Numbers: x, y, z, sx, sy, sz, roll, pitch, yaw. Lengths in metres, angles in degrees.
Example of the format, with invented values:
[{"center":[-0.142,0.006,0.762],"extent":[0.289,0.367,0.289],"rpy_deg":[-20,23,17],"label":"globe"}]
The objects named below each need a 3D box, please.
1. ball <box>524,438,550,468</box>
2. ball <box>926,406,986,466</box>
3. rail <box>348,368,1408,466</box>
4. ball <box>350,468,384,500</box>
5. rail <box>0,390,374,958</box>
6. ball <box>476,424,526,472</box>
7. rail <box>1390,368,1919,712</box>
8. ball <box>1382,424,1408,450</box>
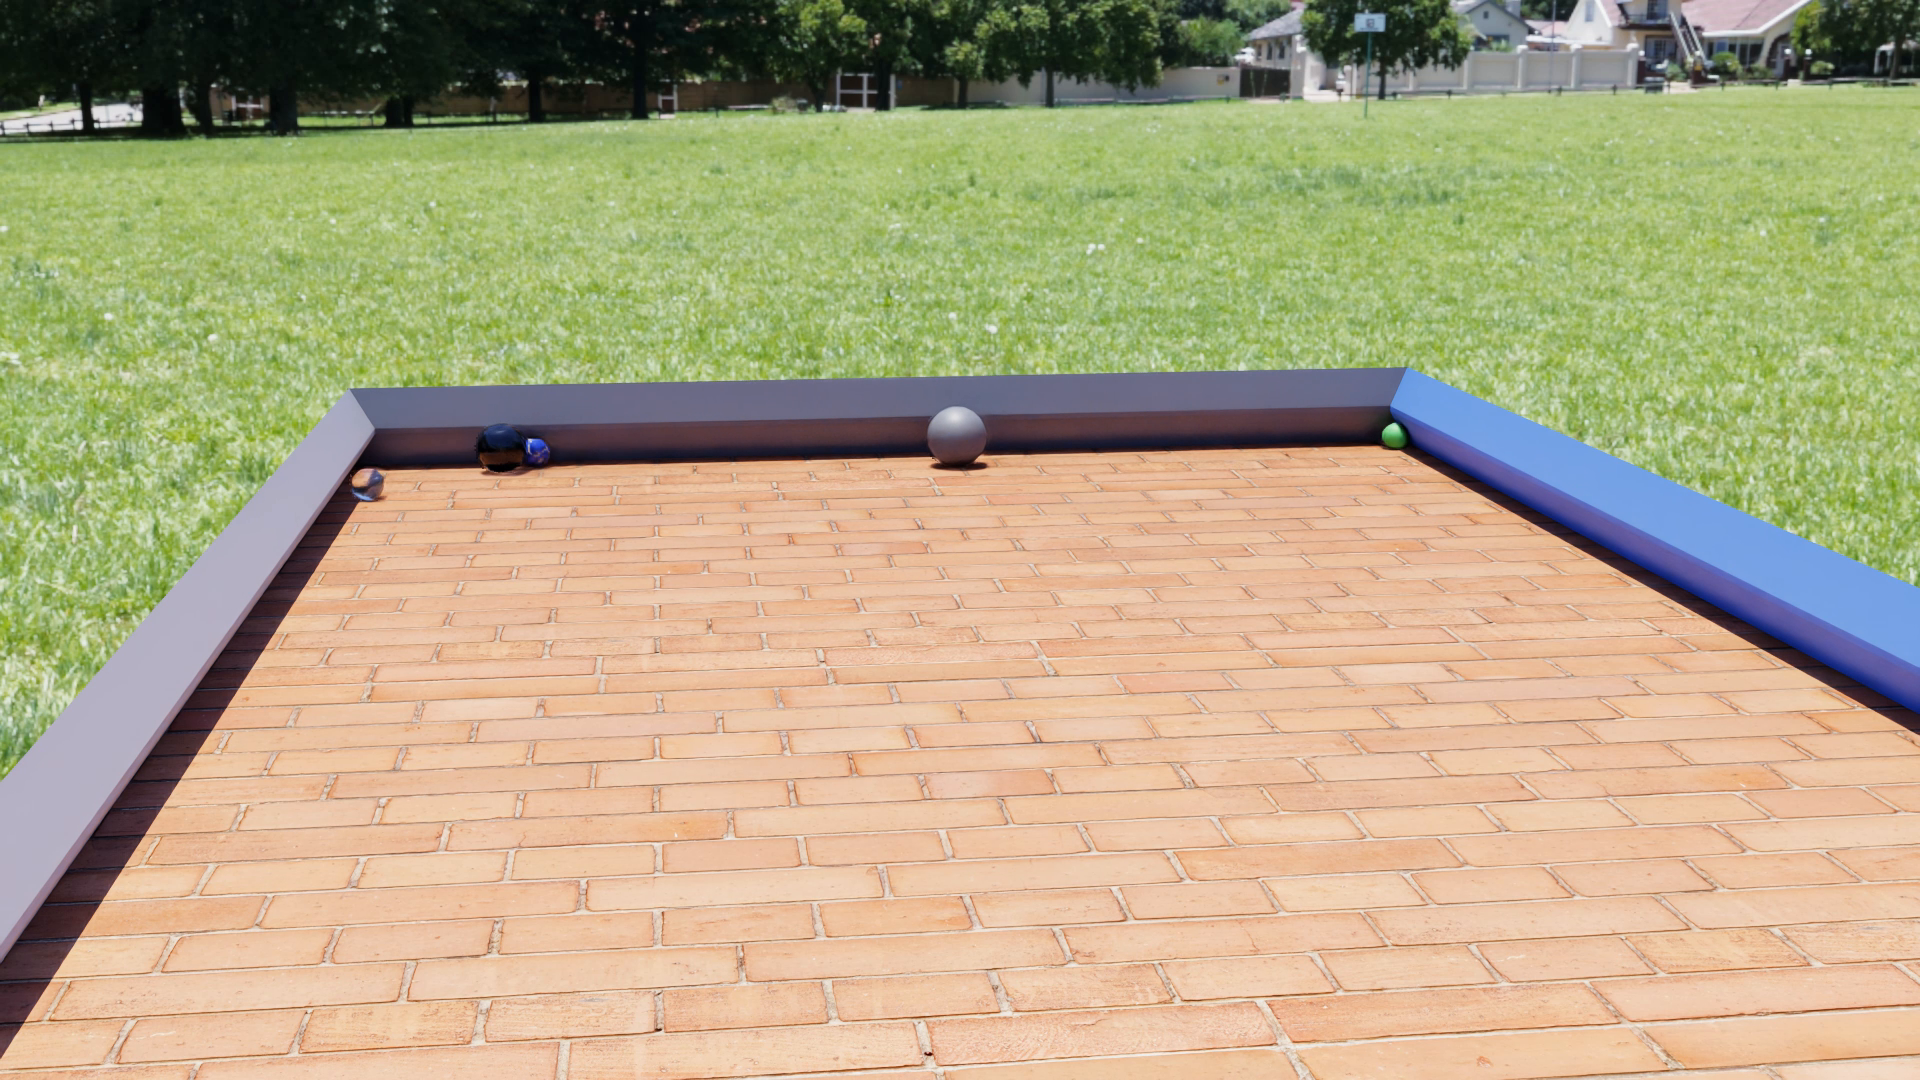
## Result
[{"center":[-0.701,-0.144,3.628],"extent":[0.049,0.049,0.049],"rpy_deg":[0,13,0],"label":"ball"},{"center":[-0.006,-0.171,3.635],"extent":[0.099,0.099,0.099],"rpy_deg":[0,13,0],"label":"ball"},{"center":[-0.108,-0.208,3.723],"extent":[1.808,0.128,0.045],"rpy_deg":[-2,13,-8],"label":"rail"},{"center":[-0.906,-0.085,3.365],"extent":[0.050,0.050,0.050],"rpy_deg":[0,13,0],"label":"ball"},{"center":[-0.762,0.175,2.035],"extent":[0.045,0.128,3.303],"rpy_deg":[-2,13,-8],"label":"rail"},{"center":[-0.746,-0.150,3.582],"extent":[0.080,0.080,0.080],"rpy_deg":[0,13,0],"label":"ball"},{"center":[0.983,0.122,2.265],"extent":[0.045,0.128,3.303],"rpy_deg":[-2,13,-8],"label":"rail"},{"center":[0.750,-0.179,3.791],"extent":[0.045,0.045,0.045],"rpy_deg":[0,13,0],"label":"ball"}]
